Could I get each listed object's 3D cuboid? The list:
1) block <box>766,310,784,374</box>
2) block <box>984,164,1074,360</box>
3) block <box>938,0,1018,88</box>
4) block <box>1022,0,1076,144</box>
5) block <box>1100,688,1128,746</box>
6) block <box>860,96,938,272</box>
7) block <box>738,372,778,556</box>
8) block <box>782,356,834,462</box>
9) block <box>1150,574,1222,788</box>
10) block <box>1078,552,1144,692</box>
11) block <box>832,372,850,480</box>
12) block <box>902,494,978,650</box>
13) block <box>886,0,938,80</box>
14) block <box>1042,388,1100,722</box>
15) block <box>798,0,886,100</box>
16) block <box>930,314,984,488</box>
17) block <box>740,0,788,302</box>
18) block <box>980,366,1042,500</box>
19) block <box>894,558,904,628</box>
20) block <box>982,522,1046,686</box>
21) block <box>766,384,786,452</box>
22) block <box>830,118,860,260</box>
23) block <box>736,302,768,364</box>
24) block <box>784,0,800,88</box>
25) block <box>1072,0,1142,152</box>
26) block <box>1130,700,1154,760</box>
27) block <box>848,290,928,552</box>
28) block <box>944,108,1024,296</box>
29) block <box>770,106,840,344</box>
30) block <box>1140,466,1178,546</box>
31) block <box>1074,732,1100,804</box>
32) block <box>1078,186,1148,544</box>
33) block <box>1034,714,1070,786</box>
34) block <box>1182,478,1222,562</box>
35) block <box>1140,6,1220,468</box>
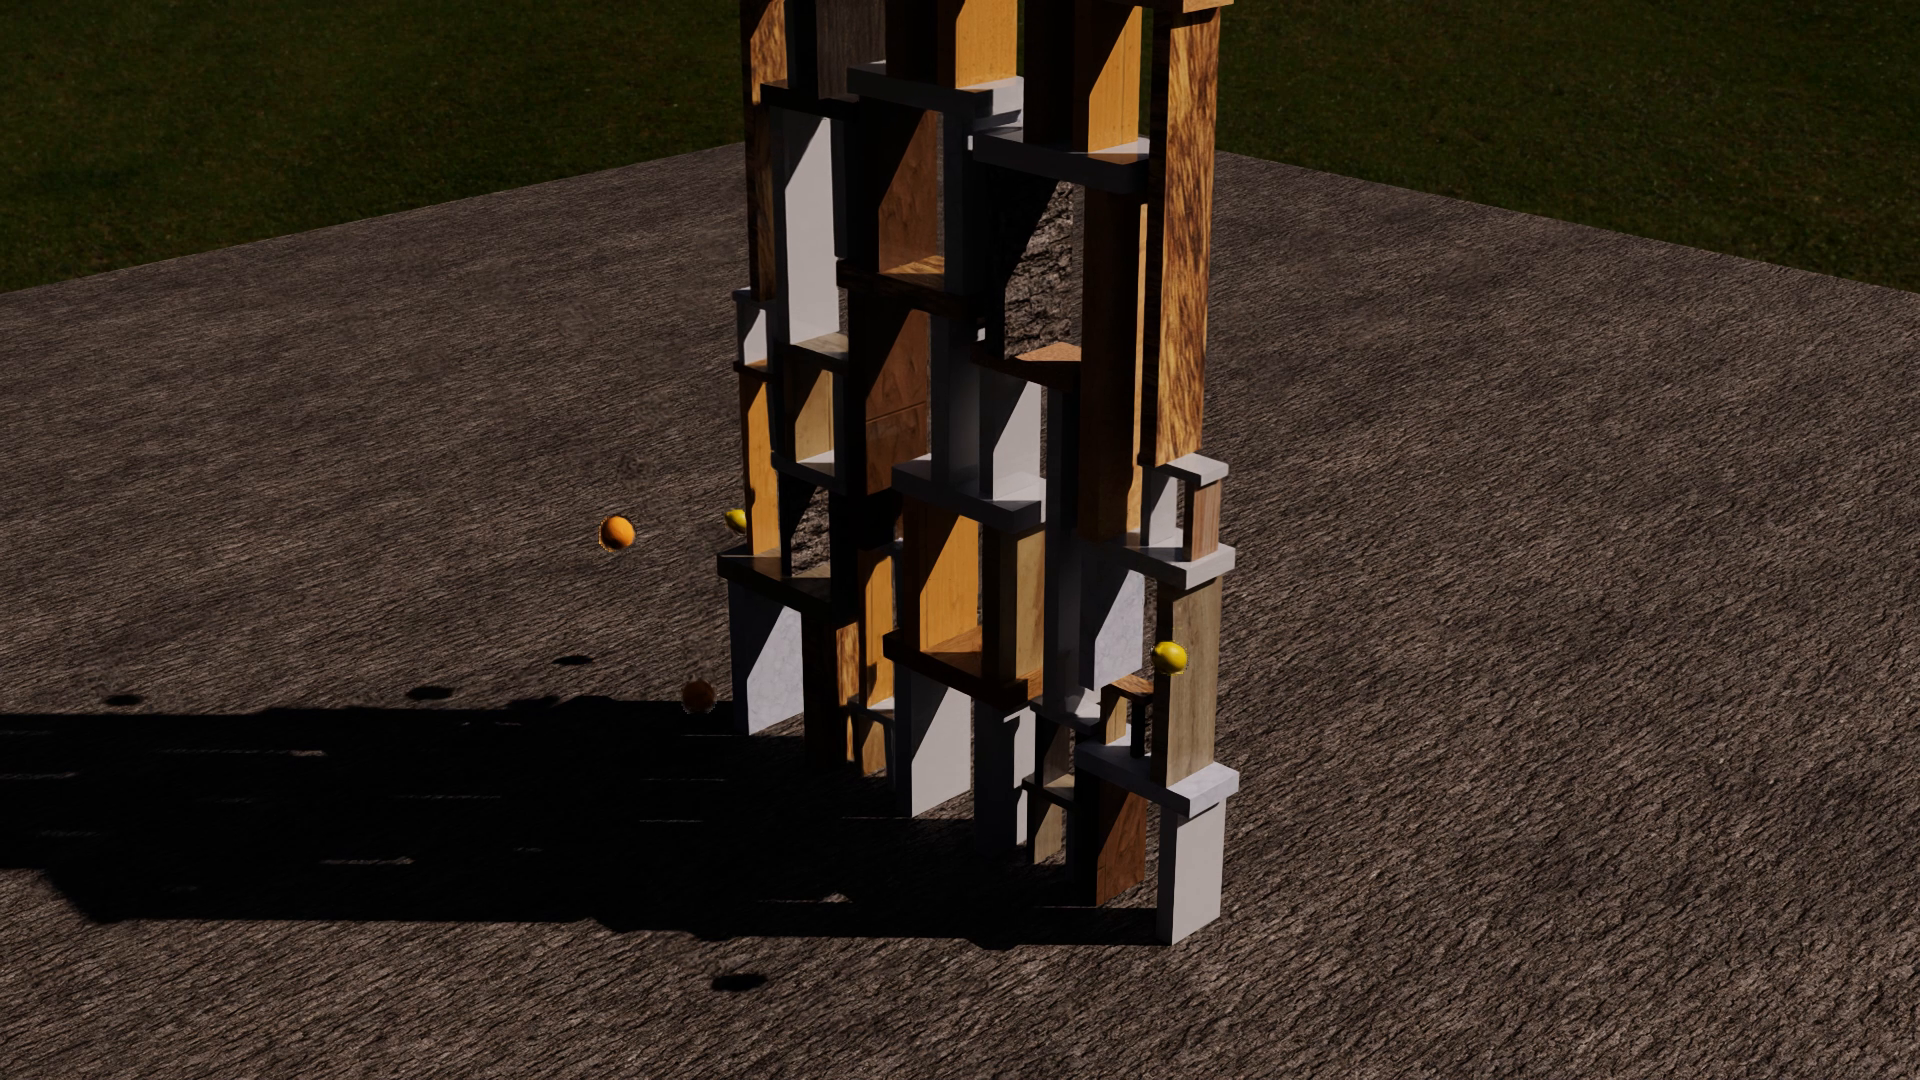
[{"bbox_3d":[-0.360,-0.406,4.439,0.019,0.131,0.066,21,31,40],"label":"block"},{"bbox_3d":[0.122,-0.505,3.874,0.171,0.343,0.049,-21,31,-40],"label":"block"},{"bbox_3d":[0.031,-0.946,3.790,0.044,0.308,0.154,21,31,40],"label":"block"},{"bbox_3d":[0.176,-0.859,3.668,0.154,0.372,0.044,-21,31,-40],"label":"block"},{"bbox_3d":[0.283,0.317,4.059,0.016,0.113,0.057,21,31,40],"label":"block"},{"bbox_3d":[-0.113,-0.669,4.058,0.045,0.320,0.160,19,30,37],"label":"block"},{"bbox_3d":[-0.421,-0.165,4.605,0.020,0.401,0.071,20,30,41],"label":"block"},{"bbox_3d":[-0.303,-0.277,4.436,0.031,0.219,0.109,21,31,40],"label":"block"},{"bbox_3d":[0.400,0.237,3.888,0.132,0.394,0.037,-21,31,-41],"label":"block"},{"bbox_3d":[0.275,0.128,3.978,0.132,0.265,0.037,-21,31,-41],"label":"block"},{"bbox_3d":[-0.199,-0.237,4.342,0.031,0.219,0.109,21,31,40],"label":"block"},{"bbox_3d":[-0.037,0.041,4.279,0.159,0.319,0.045,-21,31,-41],"label":"block"},{"bbox_3d":[-0.053,-0.993,3.854,0.049,0.345,0.172,21,31,40],"label":"block"},{"bbox_3d":[0.210,0.018,3.999,0.035,0.648,0.125,21,31,40],"label":"block"},{"bbox_3d":[-0.216,-1.026,4.018,0.049,0.413,0.172,21,31,40],"label":"block"},{"bbox_3d":[0.021,-0.275,4.081,0.047,0.329,0.164,21,31,40],"label":"block"},{"bbox_3d":[-0.375,-0.783,4.298,0.027,0.636,0.096,21,31,40],"label":"block"},{"bbox_3d":[0.092,-0.211,4.030,0.035,0.250,0.125,21,31,41],"label":"block"},{"bbox_3d":[-0.094,0.095,4.371,0.075,0.149,0.021,-21,29,-41],"label":"block"},{"bbox_3d":[0.114,0.100,4.141,0.045,0.319,0.159,21,31,41],"label":"block"},{"bbox_3d":[-0.360,-0.258,4.494,0.020,0.141,0.071,14,26,39],"label":"block"},{"bbox_3d":[-0.179,-0.670,4.135,0.037,0.261,0.131,20,30,41],"label":"block"},{"bbox_3d":[-0.424,-0.430,4.495,0.019,0.131,0.066,21,31,40],"label":"block"},{"bbox_3d":[-0.282,-0.951,4.125,0.096,0.192,0.027,-21,29,-40],"label":"block"},{"bbox_3d":[0.243,-0.775,3.628,0.125,0.249,0.035,-21,31,-40],"label":"block"},{"bbox_3d":[0.337,0.337,4.010,0.057,0.113,0.016,-21,30,-40],"label":"block"},{"bbox_3d":[-0.139,-0.246,4.259,0.047,0.522,0.164,22,31,40],"label":"block"},{"bbox_3d":[0.044,-0.610,3.920,0.045,0.320,0.160,20,30,40],"label":"block"},{"bbox_3d":[-0.302,-0.623,4.292,0.037,0.469,0.130,21,31,40],"label":"block"},{"bbox_3d":[0.346,-0.067,3.820,0.072,0.143,0.020,-21,31,-40],"label":"block"},{"bbox_3d":[0.249,0.416,4.140,0.021,0.151,0.076,21,31,40],"label":"block"},{"bbox_3d":[0.283,-0.311,3.779,0.171,0.625,0.049,-21,31,-40],"label":"block"},{"bbox_3d":[0.177,0.389,4.204,0.021,0.151,0.076,21,31,40],"label":"block"},{"bbox_3d":[0.413,-0.041,3.758,0.072,0.143,0.020,-21,31,-40],"label":"block"},{"bbox_3d":[0.360,-0.495,3.620,0.035,0.760,0.125,21,31,40],"label":"block"}]
